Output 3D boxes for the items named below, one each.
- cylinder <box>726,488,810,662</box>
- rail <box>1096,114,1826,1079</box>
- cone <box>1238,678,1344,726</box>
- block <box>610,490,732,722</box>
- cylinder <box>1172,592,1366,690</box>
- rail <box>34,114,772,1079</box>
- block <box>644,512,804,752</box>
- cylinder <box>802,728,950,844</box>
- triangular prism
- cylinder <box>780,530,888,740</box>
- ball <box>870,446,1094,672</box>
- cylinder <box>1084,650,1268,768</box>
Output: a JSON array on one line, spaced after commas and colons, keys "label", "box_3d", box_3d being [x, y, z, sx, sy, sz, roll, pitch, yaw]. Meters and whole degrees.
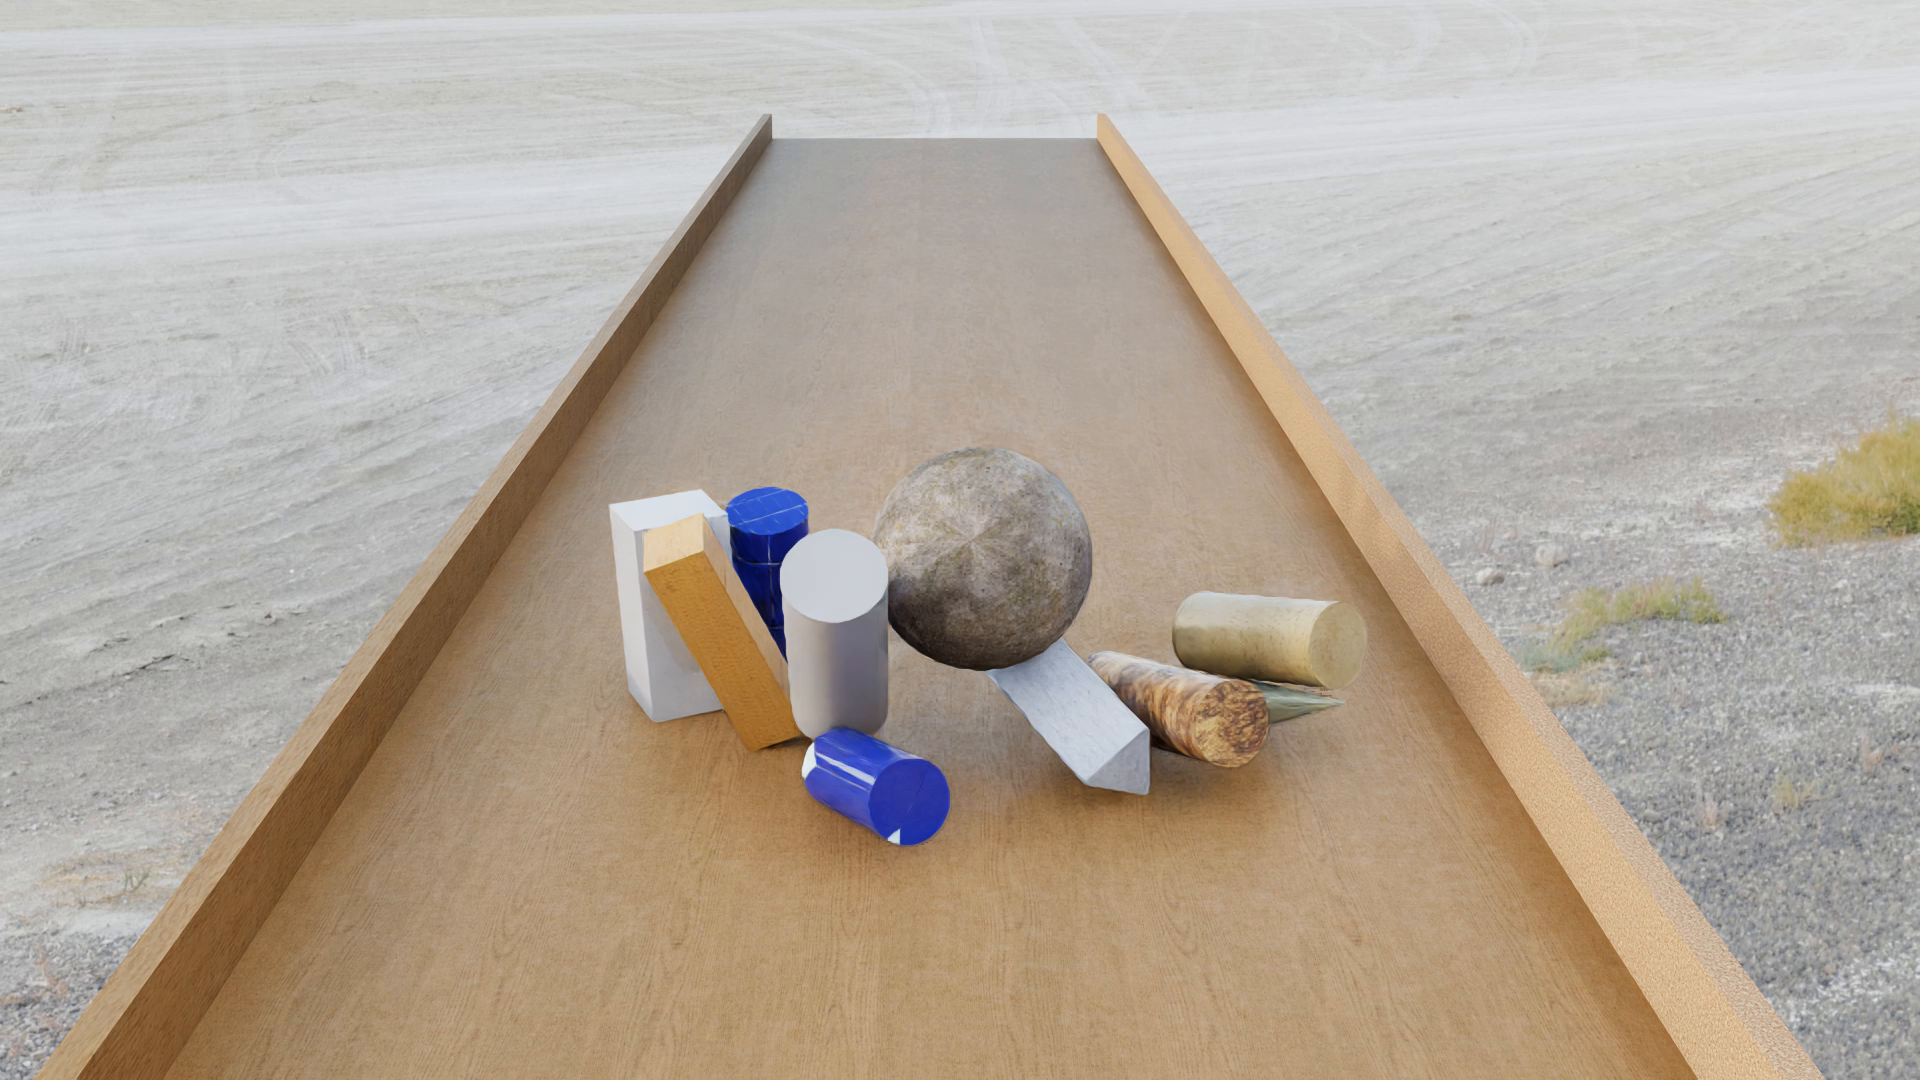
[{"label": "cylinder", "box_3d": [-0.360, 0.093, 4.220, 0.154, 0.365, 0.154, 0, 36, 0]}, {"label": "rail", "box_3d": [0.932, -0.844, 7.801, 0.050, 0.150, 12.000, 0, 17, -1]}, {"label": "cone", "box_3d": [0.586, 0.291, 3.900, 0.106, 0.106, 0.303, -11, 1, -32]}, {"label": "block", "box_3d": [-0.531, 0.122, 4.131, 0.178, 0.377, 0.178, -10, 20, -21]}, {"label": "cylinder", "box_3d": [0.554, 0.178, 3.962, 0.153, 0.153, 0.332, -14, 11, -38]}, {"label": "rail", "box_3d": [-1.118, -0.838, 7.780, 0.050, 0.150, 12.000, 0, 17, -1]}, {"label": "block", "box_3d": [-0.408, 0.166, 3.847, 0.109, 0.450, 0.109, -20, 37, 7]}, {"label": "cylinder", "box_3d": [-0.139, 0.394, 3.551, 0.136, 0.136, 0.312, -7, 7, -23]}, {"label": "triangular prism", "box_3d": [0.206, 0.281, 3.851, 0.139, 0.121, 0.382, 13, 20, -34]}, {"label": "cylinder", "box_3d": [-0.207, 0.173, 3.704, 0.173, 0.446, 0.173, 1, 58, -1]}, {"label": "ball", "box_3d": [0.036, 0.033, 3.819, 0.390, 0.390, 0.390, 0, 17, 0]}, {"label": "cylinder", "box_3d": [0.361, 0.292, 3.858, 0.150, 0.150, 0.405, -9, 8, -27]}]
